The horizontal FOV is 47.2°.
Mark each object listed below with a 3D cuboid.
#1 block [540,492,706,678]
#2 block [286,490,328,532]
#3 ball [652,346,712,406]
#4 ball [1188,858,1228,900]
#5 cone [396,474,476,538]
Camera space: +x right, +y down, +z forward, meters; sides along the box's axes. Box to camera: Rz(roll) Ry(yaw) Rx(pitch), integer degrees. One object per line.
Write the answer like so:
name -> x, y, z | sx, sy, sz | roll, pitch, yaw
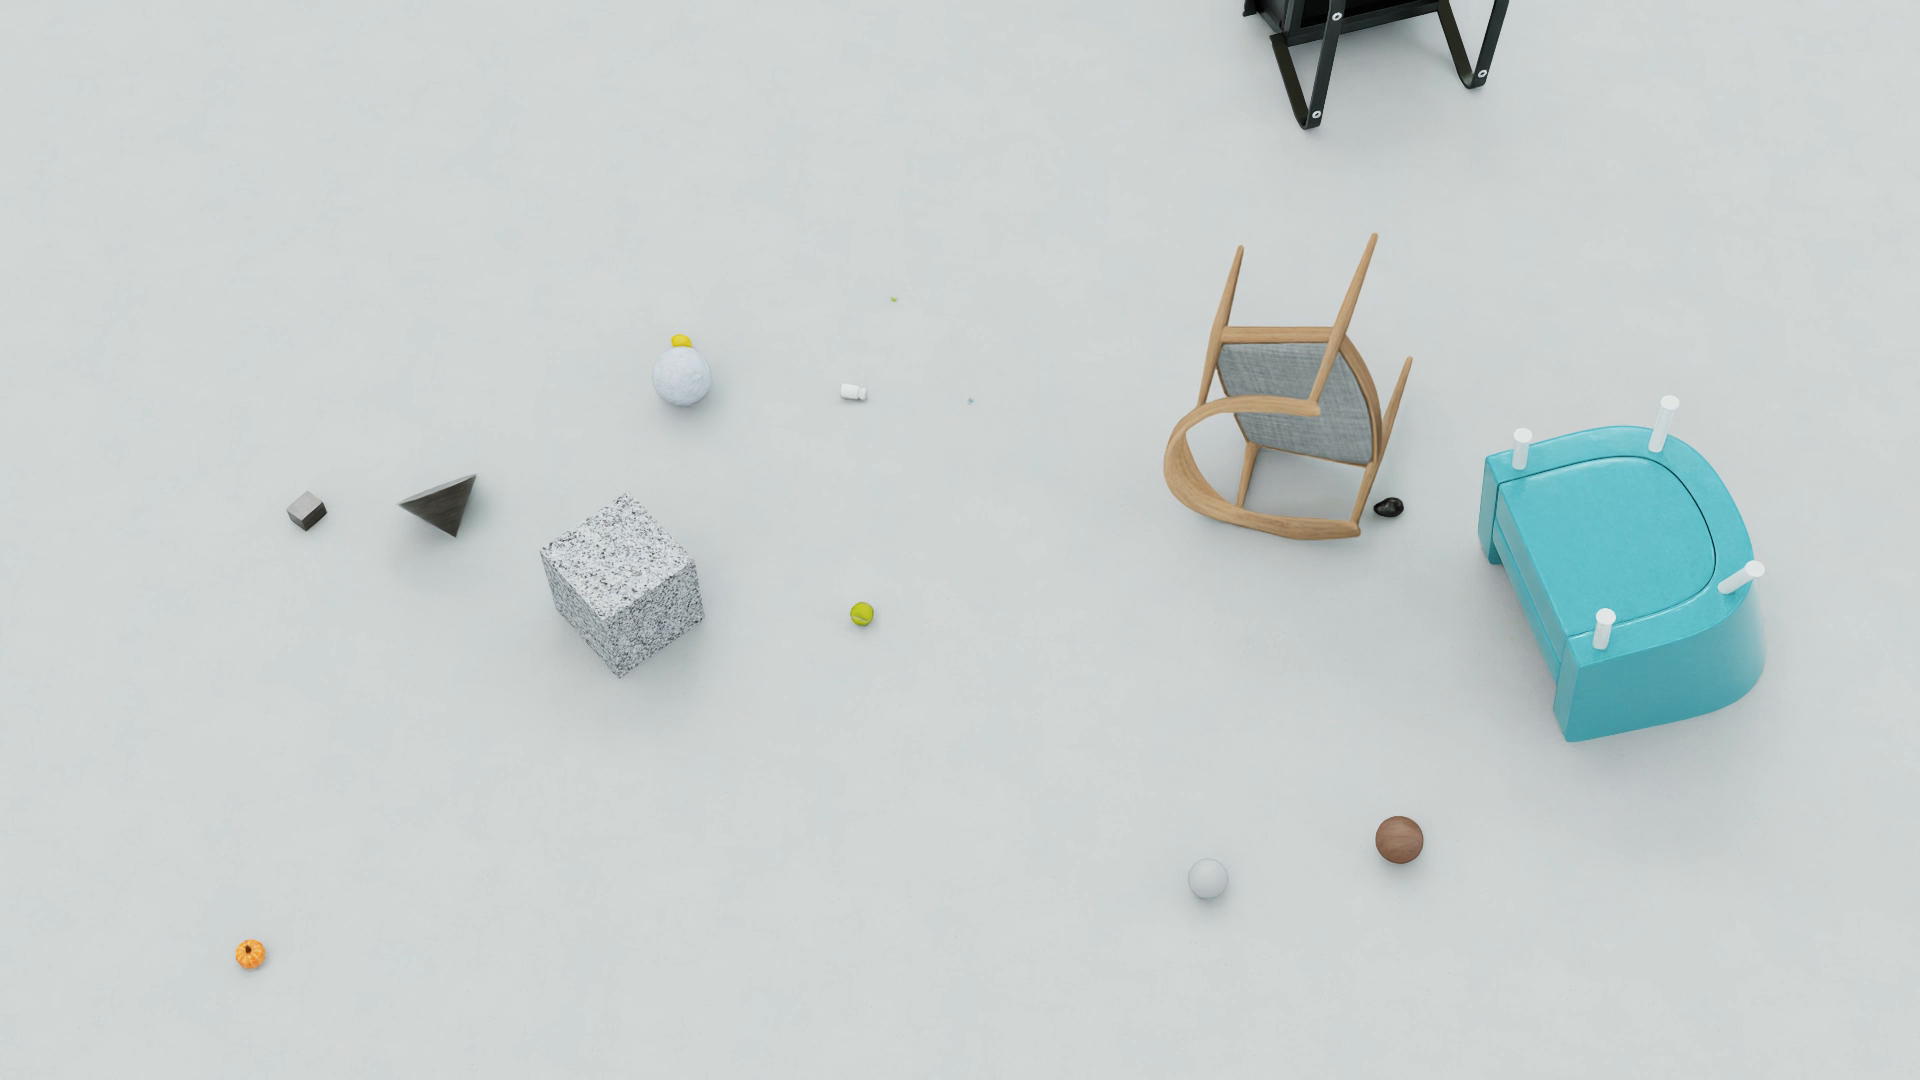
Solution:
block -> -0.963, 0.129, 6.300 | 0.310, 0.311, 0.314 | -36, 63, -21
block -> -1.959, -0.087, 6.596 | 0.067, 0.060, 0.087 | 32, 62, 20
ball -> -0.861, -0.507, 6.803 | 0.185, 0.185, 0.185 | 0, 56, 0
ball -> 0.666, 0.908, 5.899 | 0.109, 0.109, 0.109 | 0, 56, 0
cone -> -1.534, -0.079, 6.566 | 0.226, 0.156, 0.291 | -14, 10, 26
